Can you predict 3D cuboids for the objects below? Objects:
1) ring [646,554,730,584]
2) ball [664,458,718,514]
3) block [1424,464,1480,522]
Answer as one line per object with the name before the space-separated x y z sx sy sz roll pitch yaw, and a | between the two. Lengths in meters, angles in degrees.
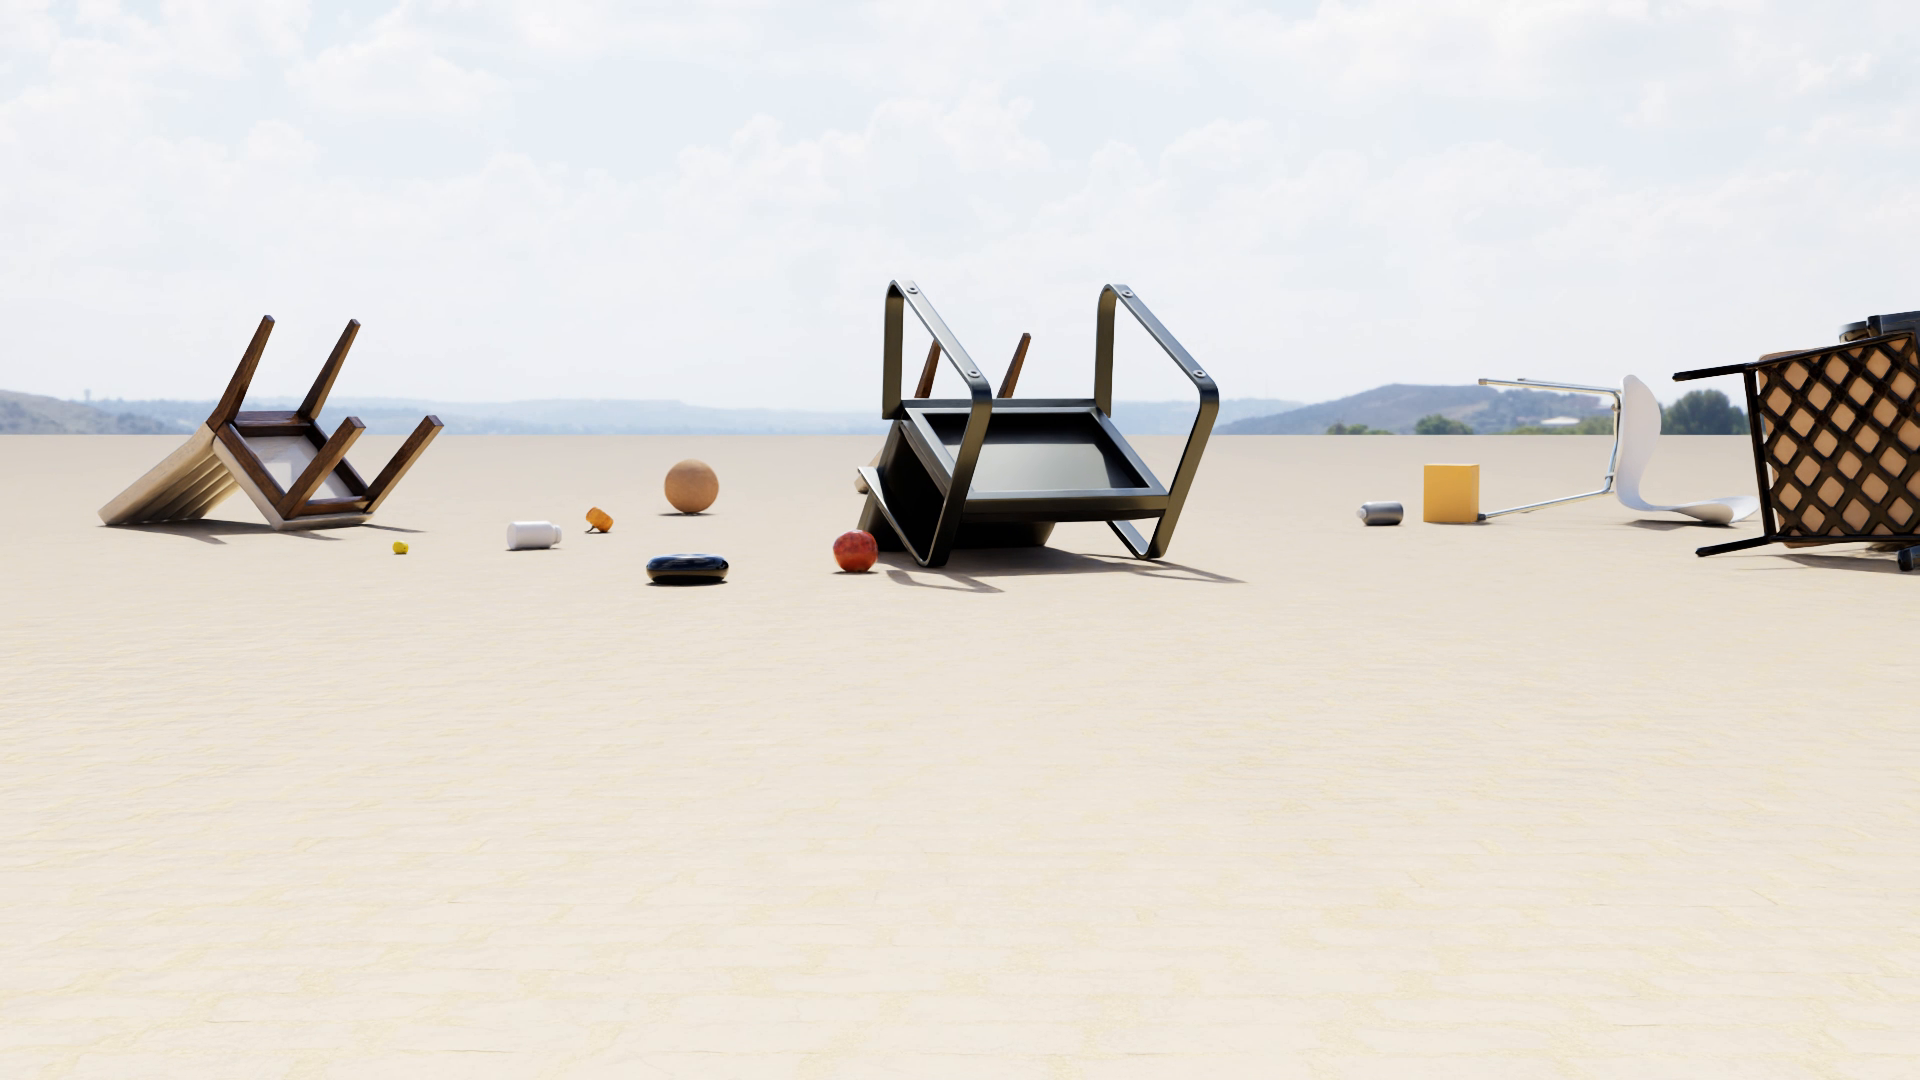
ring | -0.633 0.067 5.115 0.173 0.064 0.208 2 3 43
ball | -0.970 -0.195 7.942 0.197 0.197 0.197 0 4 0
block | 1.673 -0.161 7.483 0.157 0.192 0.165 2 4 23
